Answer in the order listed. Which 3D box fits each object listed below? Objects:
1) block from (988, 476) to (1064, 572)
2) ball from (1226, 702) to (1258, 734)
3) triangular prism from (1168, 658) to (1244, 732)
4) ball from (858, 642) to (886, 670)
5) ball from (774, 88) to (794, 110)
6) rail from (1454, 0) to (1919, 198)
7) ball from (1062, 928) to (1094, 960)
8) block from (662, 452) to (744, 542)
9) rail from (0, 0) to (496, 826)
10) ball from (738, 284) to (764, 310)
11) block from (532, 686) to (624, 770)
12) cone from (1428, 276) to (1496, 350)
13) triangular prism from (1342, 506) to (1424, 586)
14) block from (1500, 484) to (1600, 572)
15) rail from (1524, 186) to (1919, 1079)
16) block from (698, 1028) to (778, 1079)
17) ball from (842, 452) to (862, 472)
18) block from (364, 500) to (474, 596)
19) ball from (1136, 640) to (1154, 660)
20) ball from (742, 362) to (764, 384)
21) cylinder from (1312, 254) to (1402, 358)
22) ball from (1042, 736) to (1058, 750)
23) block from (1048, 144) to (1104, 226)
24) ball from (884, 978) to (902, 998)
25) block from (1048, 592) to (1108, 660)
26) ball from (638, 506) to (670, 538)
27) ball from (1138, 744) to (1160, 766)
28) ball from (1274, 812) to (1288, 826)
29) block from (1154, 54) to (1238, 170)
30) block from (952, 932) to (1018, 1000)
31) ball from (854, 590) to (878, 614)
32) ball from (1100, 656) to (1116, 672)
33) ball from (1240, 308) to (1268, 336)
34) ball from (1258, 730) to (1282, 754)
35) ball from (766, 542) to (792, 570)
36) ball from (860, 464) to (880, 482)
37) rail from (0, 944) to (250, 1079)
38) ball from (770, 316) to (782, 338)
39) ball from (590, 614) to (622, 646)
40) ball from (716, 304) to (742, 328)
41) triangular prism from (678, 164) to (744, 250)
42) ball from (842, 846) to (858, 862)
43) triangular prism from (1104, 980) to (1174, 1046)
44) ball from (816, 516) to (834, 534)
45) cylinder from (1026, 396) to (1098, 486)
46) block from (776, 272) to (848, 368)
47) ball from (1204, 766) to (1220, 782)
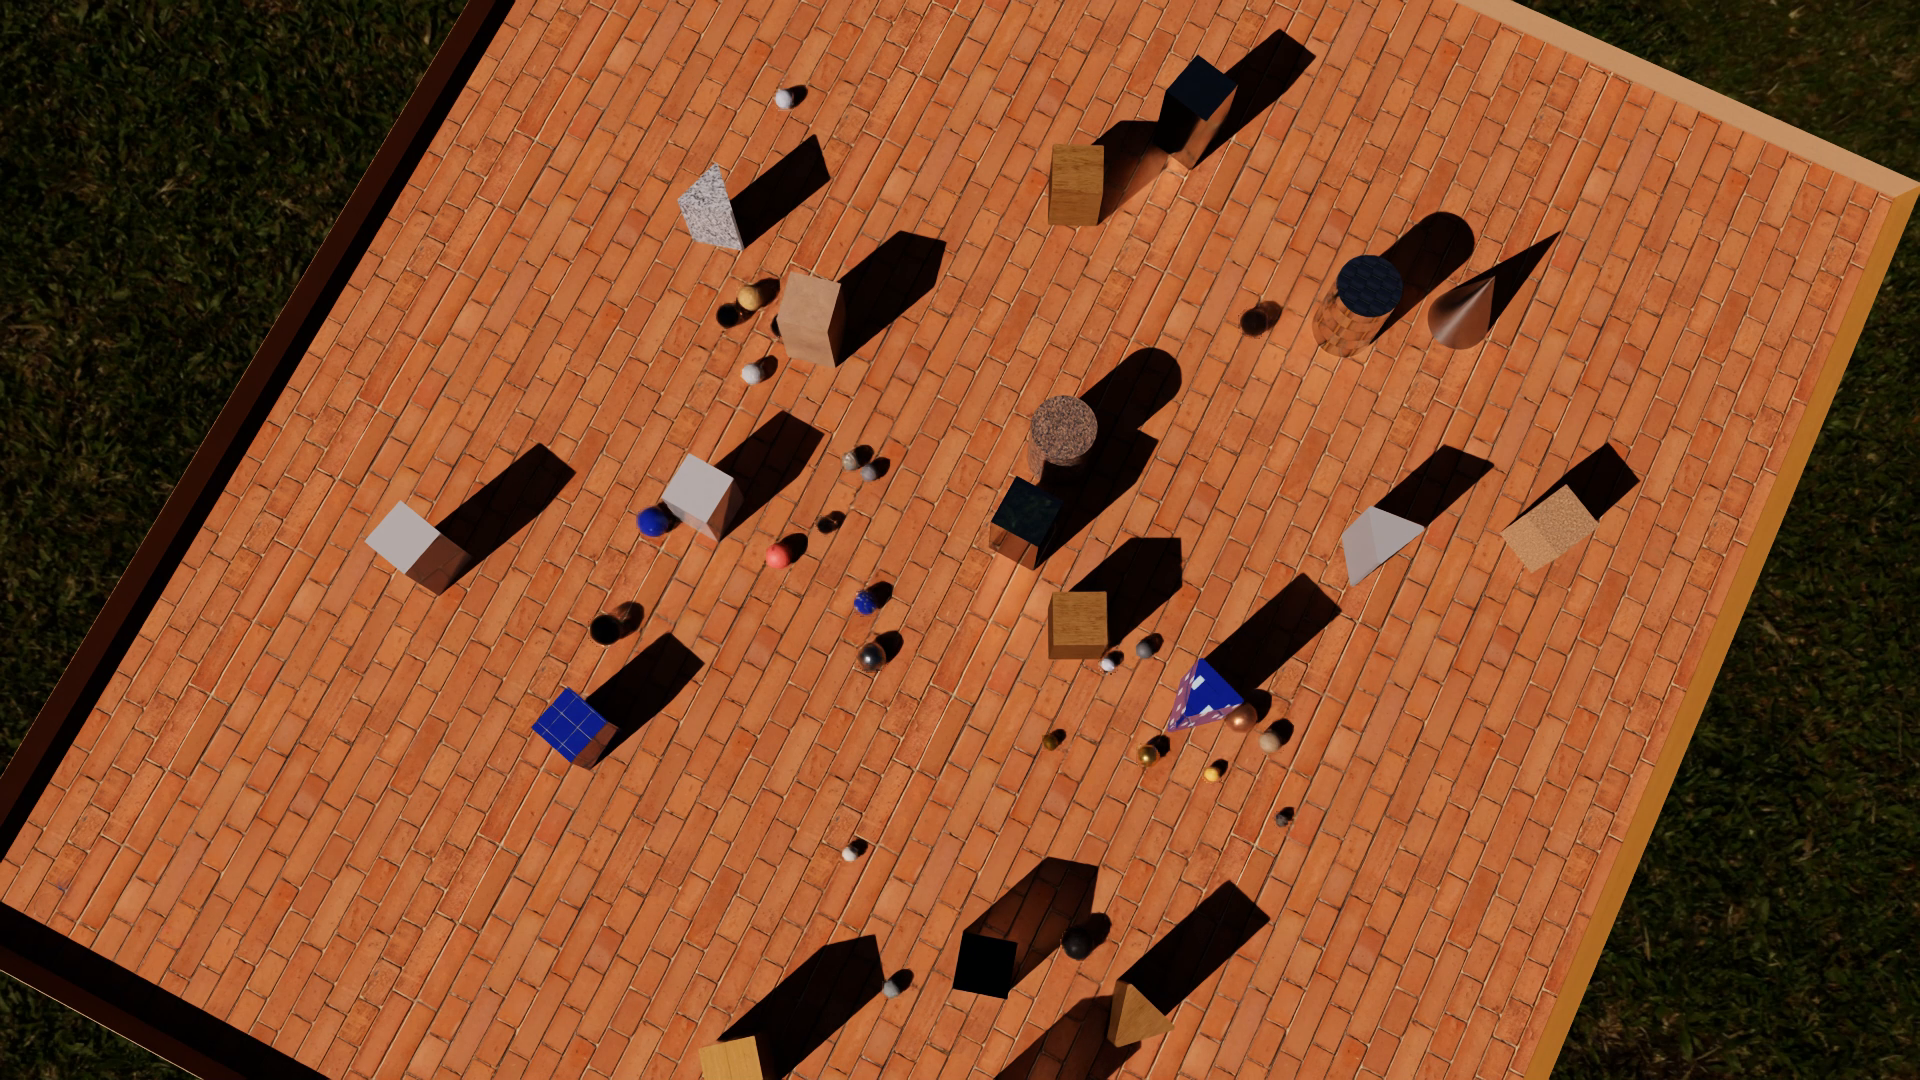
[{"bbox_3d":[0.193,-0.045,5.436,0.155,0.371,0.155,28,80,6],"label":"block"},{"bbox_3d":[0.838,0.529,5.459,0.094,0.094,0.094,0,78,0],"label":"ball"},{"bbox_3d":[0.688,0.442,5.303,0.168,0.435,0.145,-13,79,-3],"label":"triangular prism"},{"bbox_3d":[-0.263,0.349,5.501,0.085,0.085,0.085,0,78,0],"label":"ball"},{"bbox_3d":[-0.562,-1.414,5.876,0.064,0.064,0.064,0,78,0],"label":"ball"},{"bbox_3d":[1.042,-2.034,5.972,4.369,0.126,0.045,26,80,5],"label":"rail"},{"bbox_3d":[0.344,1.174,5.326,0.093,0.093,0.093,0,78,0],"label":"ball"},{"bbox_3d":[-0.768,-0.124,5.498,0.155,0.283,0.155,29,80,6],"label":"block"},{"bbox_3d":[-1.932,-0.940,5.746,0.045,0.126,4.708,26,80,5],"label":"rail"},{"bbox_3d":[-0.654,-0.758,5.732,0.081,0.081,0.081,0,78,0],"label":"ball"},{"bbox_3d":[-1.115,0.554,5.362,0.155,0.274,0.155,40,81,8],"label":"block"},{"bbox_3d":[1.566,-0.732,5.561,0.194,0.406,0.194,0,78,0],"label":"cone"},{"bbox_3d":[1.217,-0.002,5.424,0.168,0.377,0.145,-37,81,-7],"label":"triangular prism"},{"bbox_3d":[1.762,-0.031,5.487,0.155,0.267,0.155,-35,80,-7],"label":"block"},{"bbox_3d":[1.932,0.953,5.354,0.045,0.126,4.708,26,80,5],"label":"rail"},{"bbox_3d":[-0.616,1.472,5.129,0.155,0.359,0.155,-13,79,-3],"label":"block"},{"bbox_3d":[-0.334,-0.242,5.635,0.062,0.062,0.062,0,78,0],"label":"ball"},{"bbox_3d":[-1.599,0.028,5.428,0.155,0.357,0.155,38,81,7],"label":"block"},{"bbox_3d":[0.556,0.331,5.519,0.056,0.056,0.056,0,78,0],"label":"ball"},{"bbox_3d":[-0.642,-0.517,5.688,0.070,0.070,0.070,0,78,0],"label":"ball"},{"bbox_3d":[1.202,-0.706,5.565,0.194,0.388,0.194,0,78,0],"label":"cylinder"},{"bbox_3d":[0.270,0.605,5.468,0.045,0.045,0.045,0,78,0],"label":"ball"},{"bbox_3d":[0.359,-1.102,5.706,0.155,0.271,0.155,2,78,0],"label":"block"},{"bbox_3d":[-0.196,1.301,5.319,0.055,0.055,0.055,0,78,0],"label":"ball"},{"bbox_3d":[0.345,0.255,5.412,0.155,0.297,0.155,0,78,0],"label":"block"},{"bbox_3d":[-0.933,-0.055,5.580,0.094,0.094,0.094,0,78,0],"label":"ball"},{"bbox_3d":[0.561,0.641,5.450,0.067,0.067,0.067,0,78,0],"label":"ball"},{"bbox_3d":[0.953,0.828,5.424,0.041,0.041,0.041,0,78,0],"label":"ball"},{"bbox_3d":[0.728,-1.324,5.701,0.155,0.372,0.155,39,81,7],"label":"block"},{"bbox_3d":[0.069,1.209,5.217,0.155,0.292,0.155,11,79,2],"label":"block"},{"bbox_3d":[-0.283,0.190,5.540,0.073,0.073,0.073,0,78,0],"label":"ball"},{"bbox_3d":[0.447,0.374,5.515,0.046,0.046,0.046,0,78,0],"label":"ball"},{"bbox_3d":[0.917,-0.678,5.712,0.088,0.088,0.088,0,78,0],"label":"ball"},{"bbox_3d":[0.925,0.600,5.456,0.071,0.071,0.071,0,78,0],"label":"ball"},{"bbox_3d":[-0.550,0.048,5.565,0.081,0.081,0.081,0,78,0],"label":"ball"},{"bbox_3d":[-0.277,-0.207,5.630,0.057,0.057,0.057,0,78,0],"label":"ball"},{"bbox_3d":[-1.042,2.048,5.127,4.369,0.126,0.045,26,80,5],"label":"rail"},{"bbox_3d":[-0.555,-0.668,5.718,0.073,0.073,0.073,0,78,0],"label":"ball"},{"bbox_3d":[-1.064,0.270,5.511,0.097,0.097,0.097,0,78,0],"label":"ball"},{"bbox_3d":[-0.723,-0.700,5.721,0.078,0.078,0.078,0,78,0],"label":"ball"},{"bbox_3d":[-0.752,-1.037,5.671,0.168,0.313,0.145,12,79,2],"label":"triangular prism"},{"bbox_3d":[-0.323,0.925,5.401,0.048,0.048,0.048,0,78,0],"label":"ball"},{"bbox_3d":[0.480,1.313,5.149,0.168,0.384,0.145,-16,79,-3],"label":"triangular prism"},{"bbox_3d":[-0.410,-0.044,5.598,0.054,0.054,0.054,0,78,0],"label":"ball"},{"bbox_3d":[0.303,-0.294,5.503,0.194,0.341,0.194,0,78,0],"label":"cylinder"},{"bbox_3d":[-0.445,-0.665,5.570,0.155,0.360,0.155,14,79,3],"label":"block"},{"bbox_3d":[0.751,0.696,5.449,0.047,0.047,0.047,0,78,0],"label":"ball"}]
